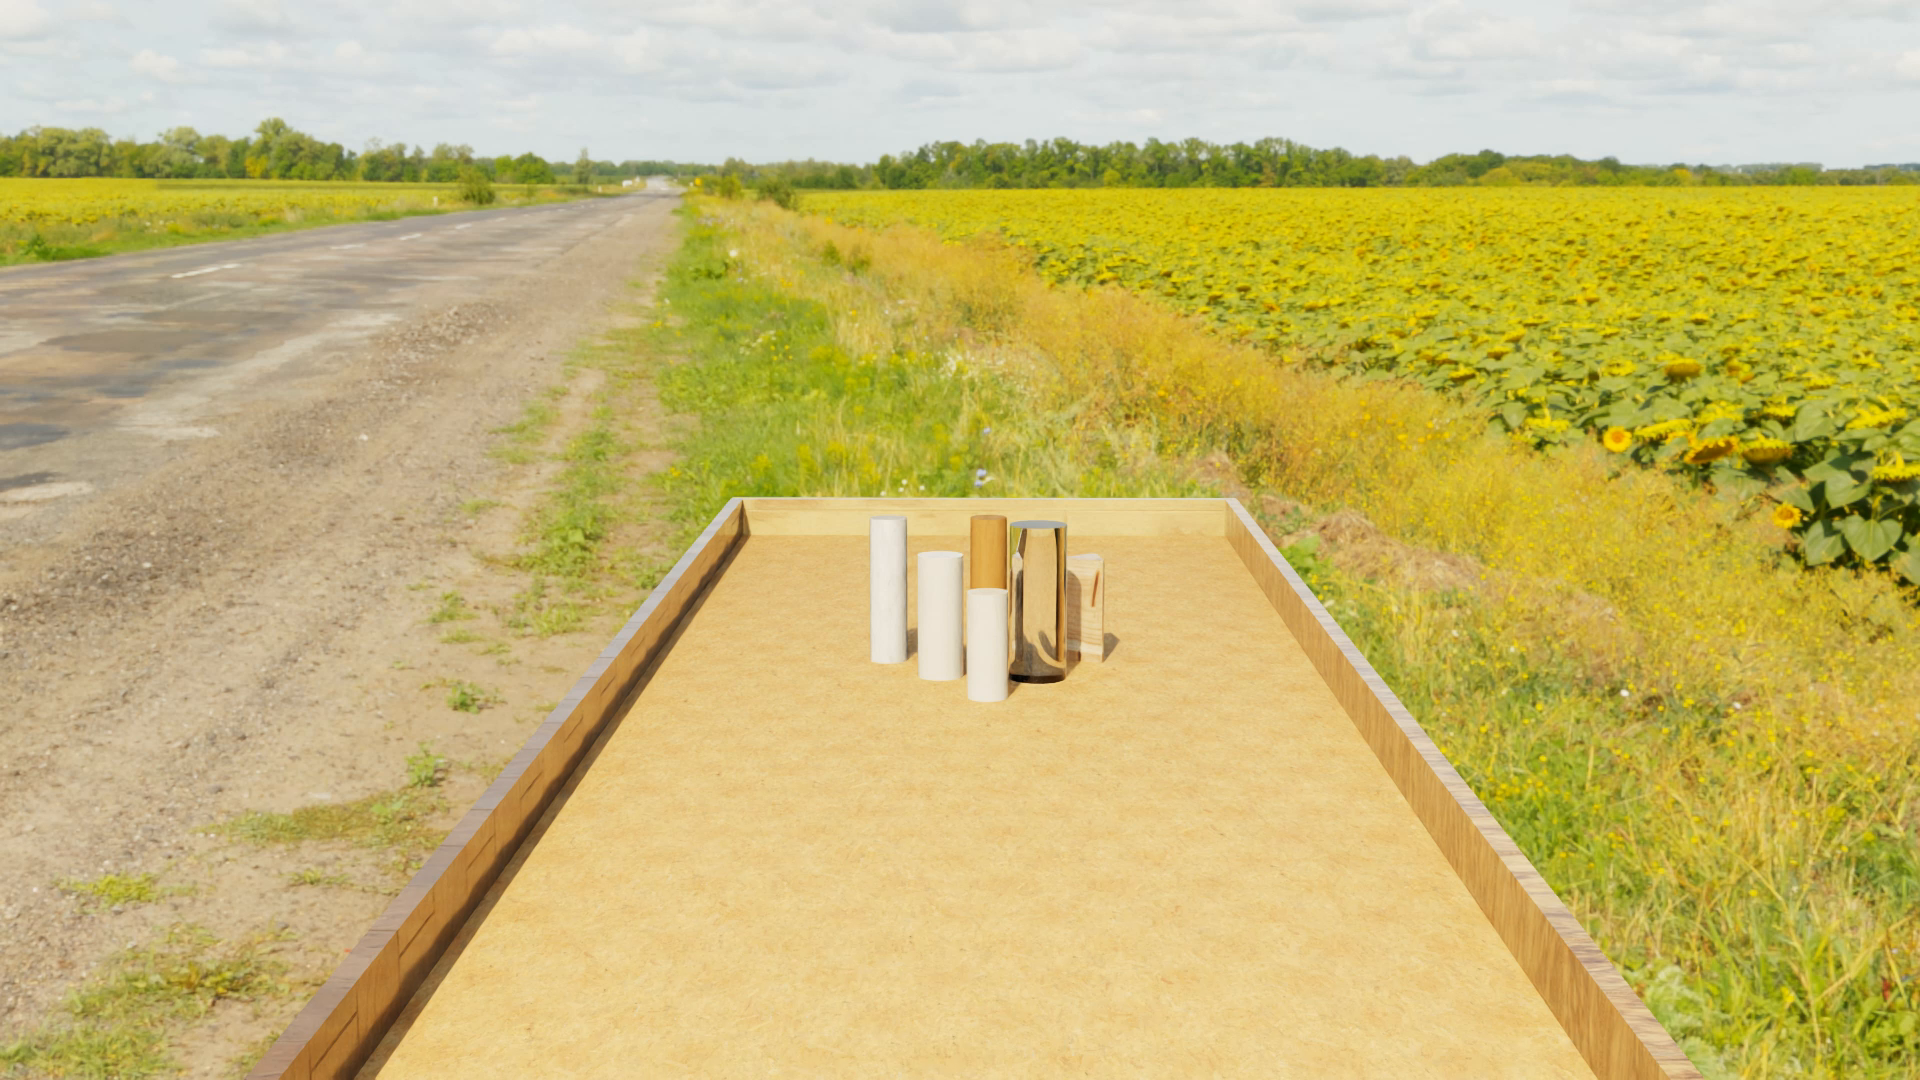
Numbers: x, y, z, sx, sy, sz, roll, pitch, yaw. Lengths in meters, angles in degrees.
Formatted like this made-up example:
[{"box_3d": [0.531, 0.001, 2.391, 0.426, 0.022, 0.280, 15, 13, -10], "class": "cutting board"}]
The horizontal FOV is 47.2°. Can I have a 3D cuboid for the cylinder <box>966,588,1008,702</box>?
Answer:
[{"box_3d": [0.077, 0.294, 6.184, 0.115, 0.303, 0.115, 0, 9, 0], "class": "cylinder"}]

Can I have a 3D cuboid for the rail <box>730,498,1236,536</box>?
[{"box_3d": [0.099, -0.098, 9.147, 2.100, 0.150, 0.050, 0, 9, 1], "class": "rail"}]

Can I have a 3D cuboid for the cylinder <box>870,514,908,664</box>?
[{"box_3d": [-0.217, 0.149, 6.673, 0.114, 0.438, 0.114, 0, 9, 0], "class": "cylinder"}]

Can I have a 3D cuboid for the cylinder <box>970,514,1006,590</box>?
[{"box_3d": [0.087, 0.148, 6.678, 0.111, 0.438, 0.111, 0, 9, 0], "class": "cylinder"}]

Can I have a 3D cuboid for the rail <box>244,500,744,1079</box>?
[{"box_3d": [-1.004, 0.839, 3.234, 0.050, 0.150, 12.000, 0, 9, 1], "class": "rail"}]

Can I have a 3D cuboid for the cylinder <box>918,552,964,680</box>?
[{"box_3d": [-0.057, 0.222, 6.455, 0.135, 0.362, 0.135, 0, 9, 0], "class": "cylinder"}]

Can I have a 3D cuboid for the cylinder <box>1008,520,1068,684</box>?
[{"box_3d": [0.228, 0.180, 6.423, 0.169, 0.455, 0.169, 0, 9, 0], "class": "cylinder"}]

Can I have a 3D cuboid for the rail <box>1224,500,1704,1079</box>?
[{"box_3d": [1.046, 0.843, 3.208, 0.050, 0.150, 12.000, 0, 9, 1], "class": "rail"}]

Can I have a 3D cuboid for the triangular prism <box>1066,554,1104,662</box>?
[{"box_3d": [0.390, 0.204, 6.720, 0.140, 0.314, 0.121, 3, 10, 21], "class": "triangular prism"}]
